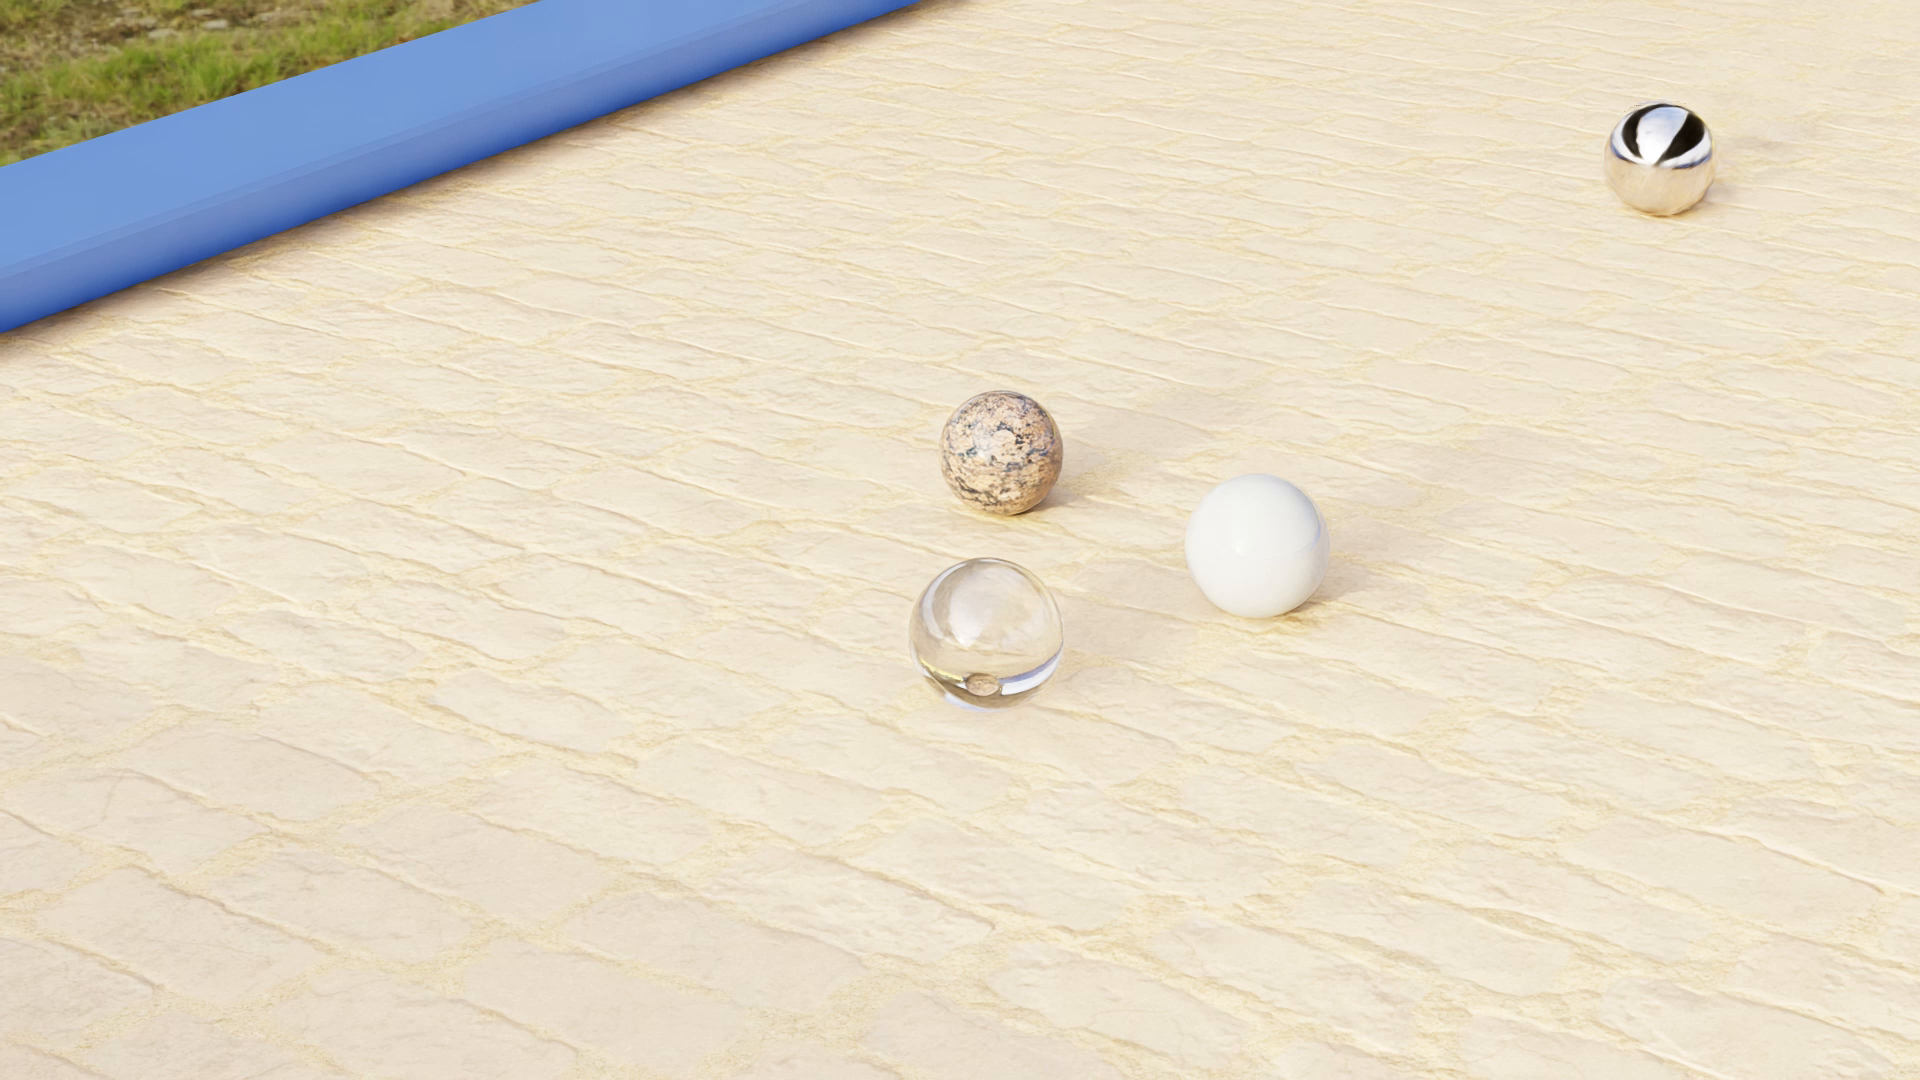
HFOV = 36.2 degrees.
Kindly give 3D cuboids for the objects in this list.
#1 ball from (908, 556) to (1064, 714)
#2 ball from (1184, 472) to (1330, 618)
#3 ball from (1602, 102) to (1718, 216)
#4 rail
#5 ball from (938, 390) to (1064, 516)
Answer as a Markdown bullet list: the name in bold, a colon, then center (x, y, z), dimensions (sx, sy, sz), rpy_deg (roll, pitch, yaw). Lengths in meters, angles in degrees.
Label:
- **ball**: center (0.015, 0.056, 1.722), dimensions (0.092, 0.092, 0.092), rpy_deg (0, 24, 0)
- **ball**: center (0.186, 0.004, 1.838), dimensions (0.091, 0.091, 0.091), rpy_deg (0, 24, 0)
- **ball**: center (0.612, -0.333, 2.569), dimensions (0.098, 0.098, 0.098), rpy_deg (0, 24, 0)
- **rail**: center (-0.243, -0.522, 2.948), dimensions (0.045, 0.128, 3.505), rpy_deg (15, 29, 30)
- **ball**: center (0.028, -0.059, 1.982), dimensions (0.085, 0.085, 0.085), rpy_deg (0, 24, 0)
